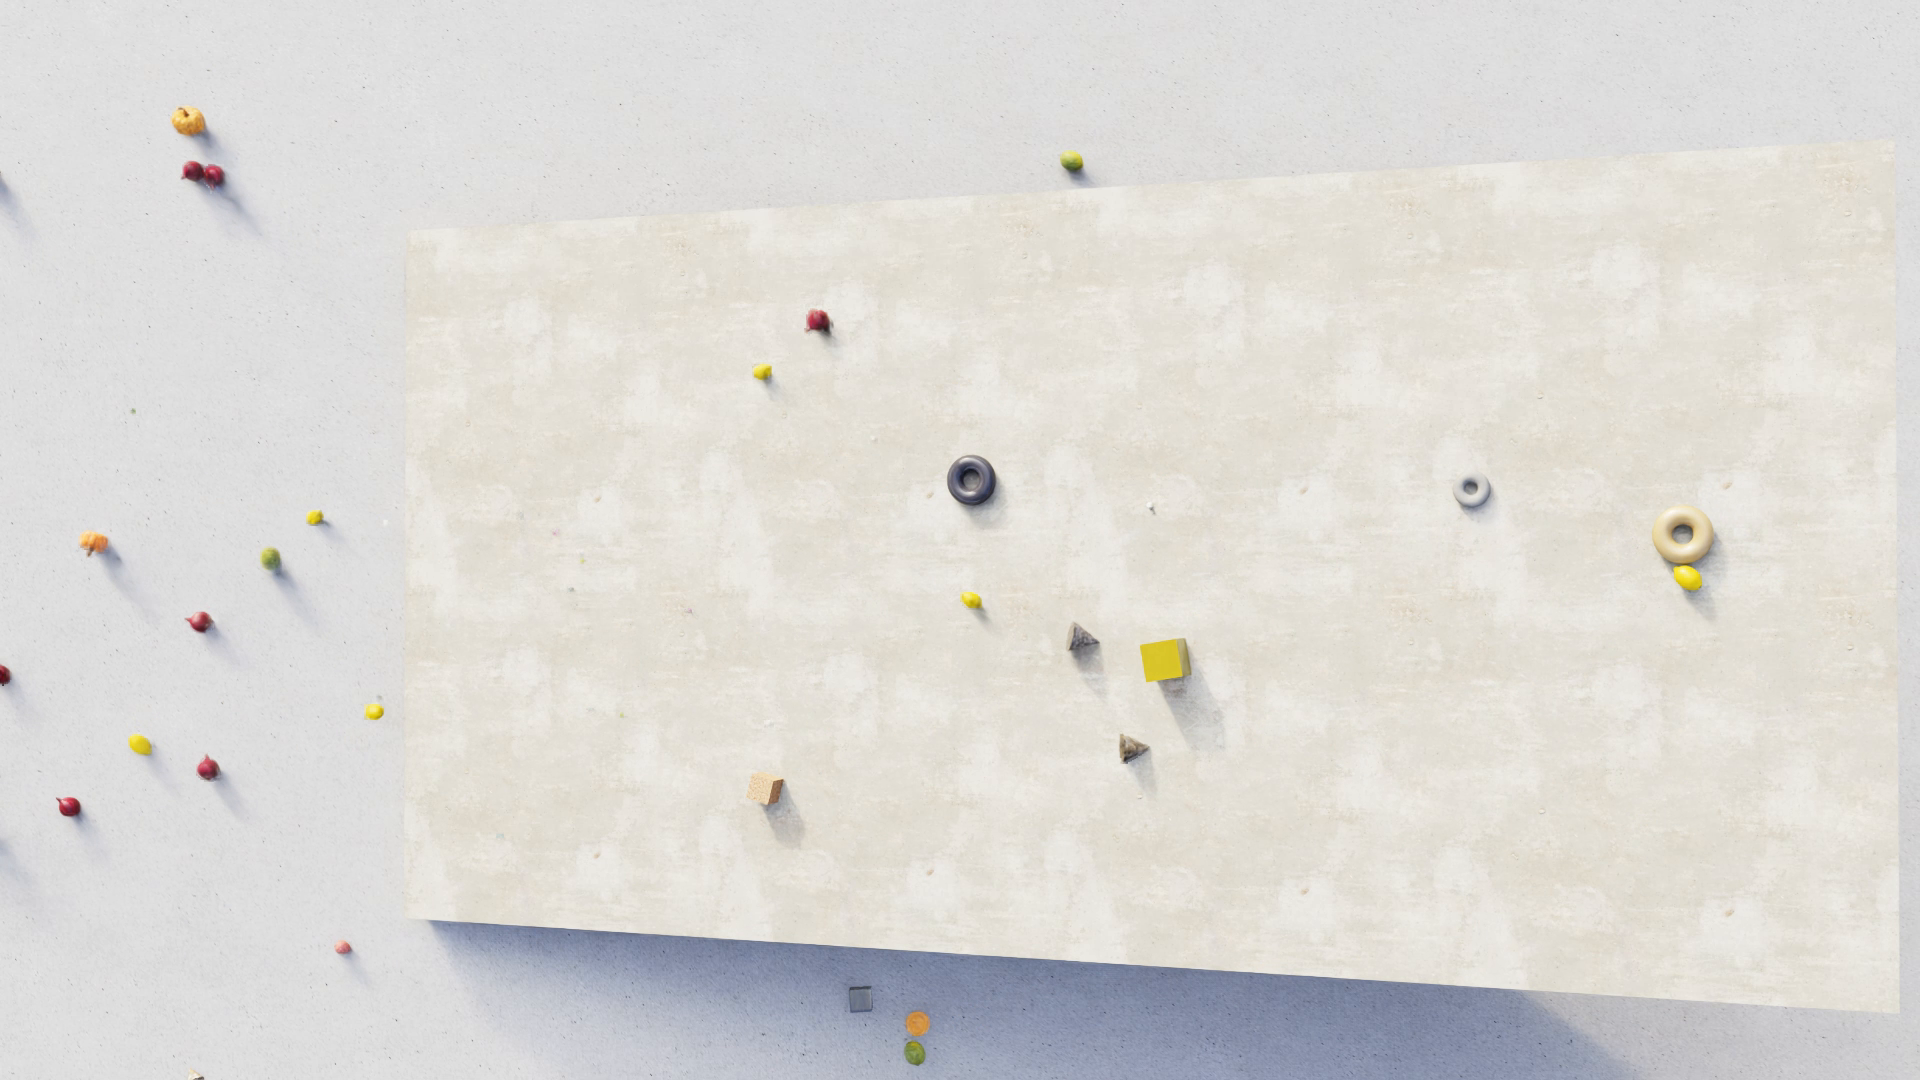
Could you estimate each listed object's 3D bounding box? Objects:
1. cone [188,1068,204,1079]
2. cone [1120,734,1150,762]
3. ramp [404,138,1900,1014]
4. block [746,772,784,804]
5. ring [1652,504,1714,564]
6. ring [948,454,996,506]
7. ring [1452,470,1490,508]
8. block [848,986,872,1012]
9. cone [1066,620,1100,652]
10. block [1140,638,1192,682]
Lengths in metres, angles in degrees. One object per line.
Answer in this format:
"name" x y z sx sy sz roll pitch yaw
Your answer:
"cone" -2.256 1.572 6.464 0.052 0.052 0.052 -37 63 0
"cone" 0.450 0.530 5.621 0.075 0.075 0.075 -3 89 -6
"ramp" 0.281 0.089 5.760 4.000 0.100 2.000 0 89 20
"block" -0.529 0.672 5.960 0.067 0.067 0.067 15 95 20
"ring" 1.698 -0.013 5.165 0.139 0.046 0.139 0 91 20
"ring" 0.030 -0.157 5.779 0.136 0.045 0.136 0 90 19
"ring" 1.243 -0.124 5.342 0.092 0.031 0.092 0 90 20
"block" -0.290 1.346 6.446 0.064 0.064 0.064 -3 89 0
"cone" 0.323 0.256 5.670 0.082 0.082 0.082 13 89 -7
"block" 0.521 0.303 5.565 0.096 0.096 0.096 -11 86 20
